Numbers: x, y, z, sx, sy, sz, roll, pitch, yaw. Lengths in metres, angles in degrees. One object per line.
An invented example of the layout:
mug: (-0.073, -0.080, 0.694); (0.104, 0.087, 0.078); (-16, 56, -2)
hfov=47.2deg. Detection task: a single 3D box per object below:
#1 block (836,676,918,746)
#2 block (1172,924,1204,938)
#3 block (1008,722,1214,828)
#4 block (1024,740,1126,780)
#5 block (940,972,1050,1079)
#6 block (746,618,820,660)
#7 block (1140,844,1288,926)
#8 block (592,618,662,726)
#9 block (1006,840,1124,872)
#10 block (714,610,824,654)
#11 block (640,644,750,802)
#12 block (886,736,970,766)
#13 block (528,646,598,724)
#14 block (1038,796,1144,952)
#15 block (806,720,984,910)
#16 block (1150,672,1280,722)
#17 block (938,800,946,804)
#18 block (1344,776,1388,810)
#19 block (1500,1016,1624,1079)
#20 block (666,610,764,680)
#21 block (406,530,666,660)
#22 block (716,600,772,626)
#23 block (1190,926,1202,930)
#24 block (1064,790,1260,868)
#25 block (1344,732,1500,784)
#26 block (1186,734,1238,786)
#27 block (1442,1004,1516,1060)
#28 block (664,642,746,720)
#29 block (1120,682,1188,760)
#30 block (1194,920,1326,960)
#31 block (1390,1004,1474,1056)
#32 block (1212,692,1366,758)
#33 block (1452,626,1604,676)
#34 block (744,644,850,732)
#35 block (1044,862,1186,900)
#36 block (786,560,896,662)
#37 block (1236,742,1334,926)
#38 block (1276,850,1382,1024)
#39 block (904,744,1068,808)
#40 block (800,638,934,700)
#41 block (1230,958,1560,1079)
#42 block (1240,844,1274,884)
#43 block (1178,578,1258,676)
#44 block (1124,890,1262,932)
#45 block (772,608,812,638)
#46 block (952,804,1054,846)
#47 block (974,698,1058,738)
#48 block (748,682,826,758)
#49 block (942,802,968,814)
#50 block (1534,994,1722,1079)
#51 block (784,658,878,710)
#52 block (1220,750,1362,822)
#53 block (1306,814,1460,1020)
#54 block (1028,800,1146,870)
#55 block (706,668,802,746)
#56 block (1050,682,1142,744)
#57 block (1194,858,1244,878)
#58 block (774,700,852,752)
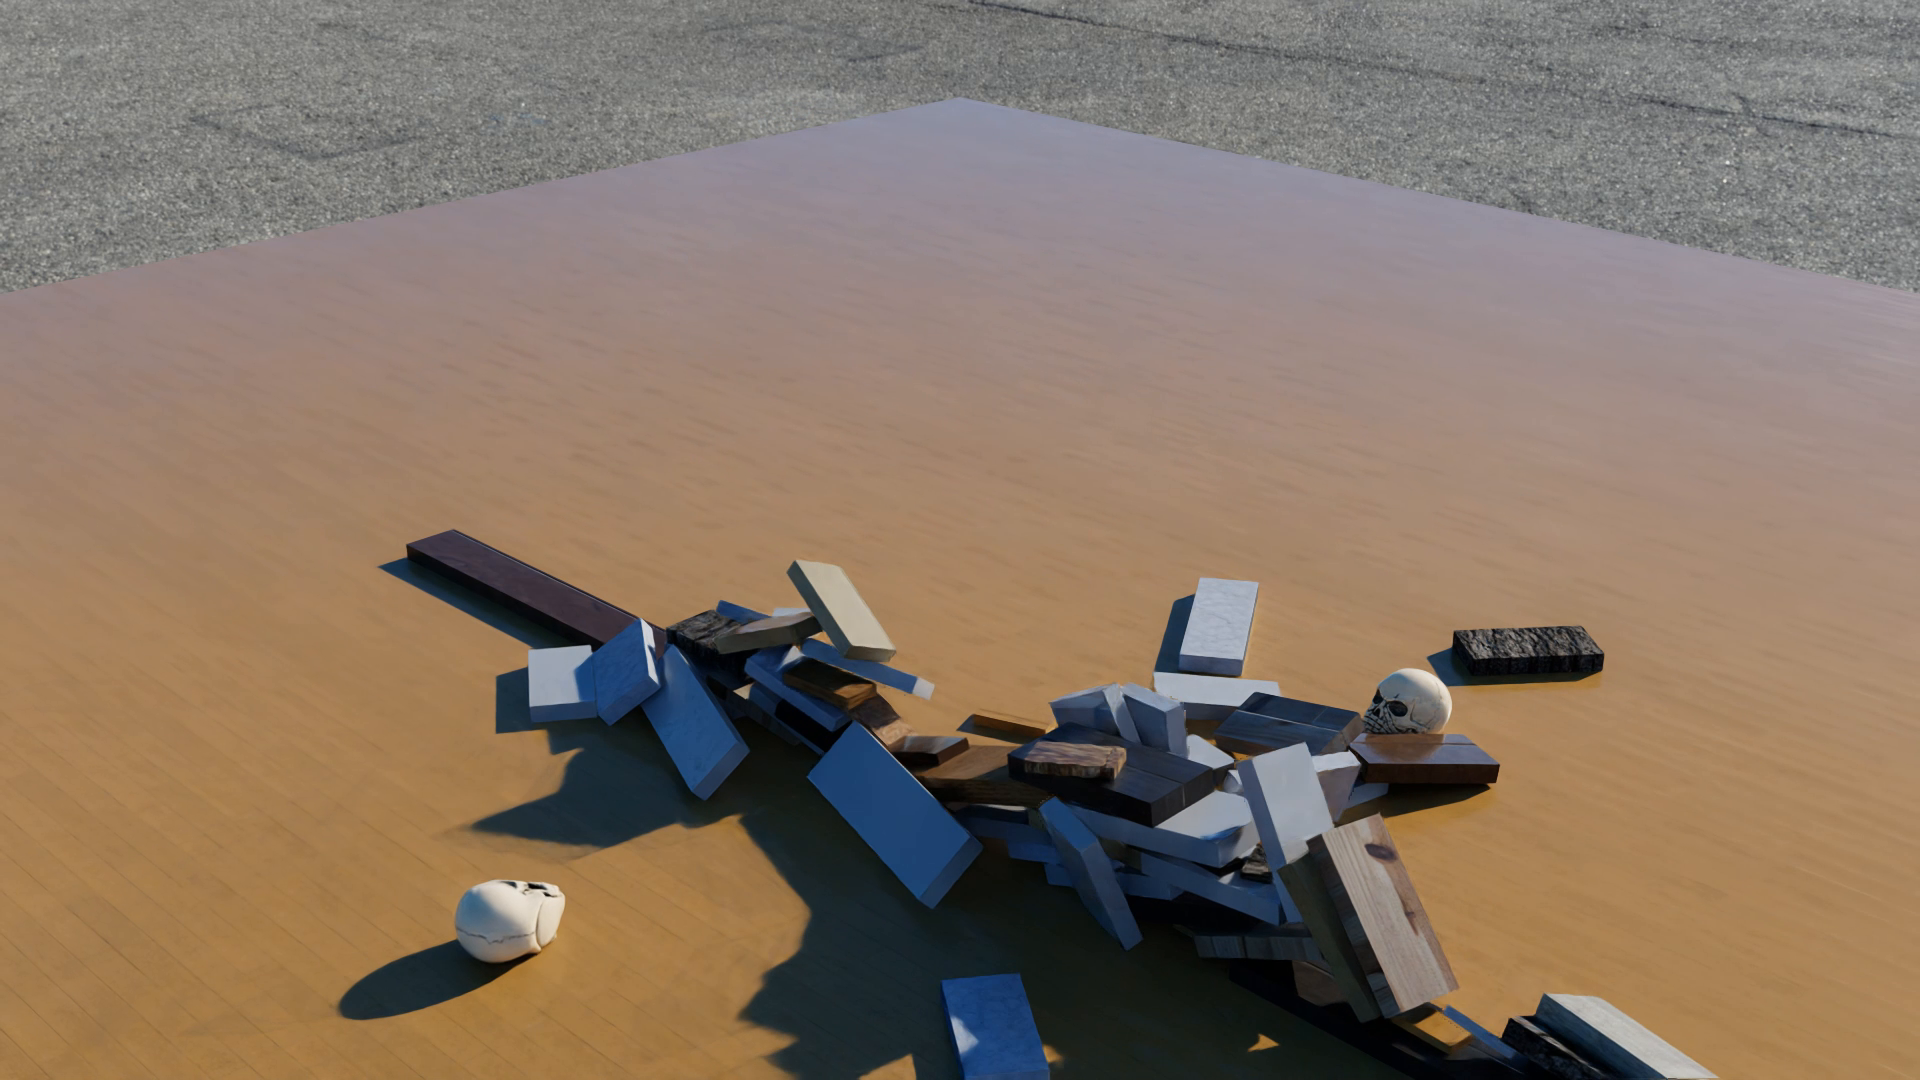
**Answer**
block: (-0.180, 0.373, 4.636); (0.181, 0.026, 0.090); (45, 39, 16)
block: (0.444, 0.718, 4.051); (0.048, 0.014, 0.096); (-20, 30, -39)
block: (0.276, 0.431, 4.075); (0.350, 0.050, 0.175); (14, 27, 43)
block: (0.213, 0.405, 4.053); (0.171, 0.024, 0.086); (2, 21, 20)
block: (0.057, 0.837, 3.737); (0.140, 0.040, 0.280); (-3, 23, -8)
block: (-0.414, 0.256, 5.024); (0.209, 0.104, 0.030); (16, -10, 32)
block: (0.492, 0.596, 3.949); (0.305, 0.043, 0.153); (16, 27, 41)
block: (-0.747, 0.291, 4.913); (0.144, 0.041, 0.287); (-37, 26, 6)
block: (0.232, 0.579, 4.214); (0.268, 0.038, 0.134); (-1, 16, 46)
block: (-0.396, 0.196, 4.764); (0.266, 0.038, 0.133); (-11, 8, 44)
block: (-0.580, 0.383, 4.697); (0.140, 0.040, 0.494); (-48, 31, 1)
block: (-0.077, 0.430, 4.504); (0.181, 0.026, 0.090); (-4, 15, 45)
block: (-0.896, 0.322, 4.950); (0.144, 0.041, 0.287); (-4, 23, -10)
block: (0.236, 0.603, 3.963); (0.041, 0.288, 0.144); (-34, 39, -12)
block: (-0.135, 0.532, 4.330); (0.153, 0.043, 0.525); (-50, 35, -2)
block: (0.567, 0.350, 4.853); (0.280, 0.040, 0.140); (5, 22, -1)
block: (-0.053, 0.520, 4.497); (0.046, 0.013, 0.092); (-20, 19, -37)
block: (0.711, 0.511, 4.502); (0.307, 0.043, 0.153); (-15, 27, -31)
block: (1.032, 0.856, 3.526); (0.148, 0.042, 0.296); (9, 15, -46)
block: (-0.519, 0.232, 4.909); (0.264, 0.037, 0.132); (21, 31, 38)
block: (-0.965, 0.164, 5.322); (1.130, 0.041, 0.144); (21, 31, 40)
block: (-0.491, 0.217, 5.116); (0.209, 0.104, 0.030); (17, -10, 32)
block: (0.422, 0.693, 4.072); (0.048, 0.014, 0.096); (-18, 20, -34)
block: (0.381, 0.503, 4.004); (0.350, 0.050, 0.175); (9, 24, 42)
block: (0.945, 0.453, 4.565); (0.307, 0.043, 0.153); (2, 18, -19)
block: (0.418, 0.486, 4.564); (0.288, 0.041, 0.144); (-14, 27, -30)
block: (0.853, 0.809, 3.620); (0.128, 0.018, 0.064); (33, -3, 14)
block: (-0.532, 0.296, 4.931); (0.132, 0.037, 0.264); (-19, 44, -39)
block: (0.382, 0.443, 4.283); (0.043, 0.307, 0.153); (-22, 25, -30)
block: (0.571, 0.695, 3.902); (0.146, 0.041, 0.292); (-21, 7, -41)
block: (0.795, 0.819, 3.701); (0.064, 0.018, 0.128); (-19, 29, -37)
block: (0.688, 0.401, 4.617); (0.149, 0.042, 0.298); (-40, 27, -28)
block: (1.316, 0.256, 5.102); (0.307, 0.043, 0.153); (-2, 23, -5)
block: (-0.327, 0.308, 4.697); (0.247, 0.035, 0.123); (32, 35, 20)
block: (0.323, 0.614, 4.147); (0.305, 0.043, 0.153); (-1, 16, 45)
block: (-0.252, 0.151, 4.671); (0.133, 0.038, 0.265); (9, 35, -46)
block: (0.590, 0.511, 3.845); (0.146, 0.292, 0.041); (-10, -12, -41)
block: (0.671, 0.662, 3.768); (0.146, 0.292, 0.041); (-22, -10, -41)
block: (0.039, 0.465, 4.373); (0.175, 0.050, 0.551); (-23, 13, -41)
block: (-0.197, 0.275, 4.695); (0.266, 0.038, 0.133); (19, -5, 17)
block: (0.921, 0.902, 3.581); (0.148, 0.042, 1.123); (-21, 30, -40)
block: (0.541, 0.576, 3.912); (0.055, 0.016, 0.110); (6, 22, 23)
block: (0.619, 0.201, 5.234); (0.144, 0.041, 0.443); (5, 23, 11)
block: (0.444, 0.655, 4.033); (0.305, 0.043, 0.153); (-4, 14, 45)
block: (-0.405, 0.219, 5.208); (0.104, 0.030, 0.209); (3, 23, 7)
block: (0.123, 0.543, 4.313); (0.134, 0.038, 0.268); (-22, 14, -40)
block: (0.126, 0.391, 4.809); (0.171, 0.024, 0.086); (11, 25, 23)
block: (-0.324, 0.373, 4.733); (0.247, 0.035, 0.123); (36, 38, 24)
block: (0.001, 0.546, 4.458); (0.092, 0.013, 0.046); (21, 31, 41)
block: (1.088, 0.826, 3.545); (0.148, 0.042, 0.296); (12, 13, -36)
block: (-0.273, 0.302, 4.621); (0.181, 0.026, 0.090); (19, 28, 33)
block: (0.633, 0.501, 4.291); (0.298, 0.149, 0.042); (-5, 37, -30)
block: (0.721, 0.639, 3.751); (0.149, 0.323, 0.042); (-11, -18, -37)
block: (0.274, 0.534, 4.129); (0.268, 0.038, 0.134); (17, 29, 39)
block: (-0.416, 0.347, 4.815); (0.264, 0.037, 0.132); (30, 35, 26)
block: (0.296, 0.439, 4.287); (0.043, 0.307, 0.153); (-25, 4, -42)
block: (0.450, 0.569, 3.943); (0.055, 0.016, 0.110); (-17, 24, -33)
block: (-0.259, 0.400, 4.662); (0.247, 0.035, 0.123); (33, 36, 20)
